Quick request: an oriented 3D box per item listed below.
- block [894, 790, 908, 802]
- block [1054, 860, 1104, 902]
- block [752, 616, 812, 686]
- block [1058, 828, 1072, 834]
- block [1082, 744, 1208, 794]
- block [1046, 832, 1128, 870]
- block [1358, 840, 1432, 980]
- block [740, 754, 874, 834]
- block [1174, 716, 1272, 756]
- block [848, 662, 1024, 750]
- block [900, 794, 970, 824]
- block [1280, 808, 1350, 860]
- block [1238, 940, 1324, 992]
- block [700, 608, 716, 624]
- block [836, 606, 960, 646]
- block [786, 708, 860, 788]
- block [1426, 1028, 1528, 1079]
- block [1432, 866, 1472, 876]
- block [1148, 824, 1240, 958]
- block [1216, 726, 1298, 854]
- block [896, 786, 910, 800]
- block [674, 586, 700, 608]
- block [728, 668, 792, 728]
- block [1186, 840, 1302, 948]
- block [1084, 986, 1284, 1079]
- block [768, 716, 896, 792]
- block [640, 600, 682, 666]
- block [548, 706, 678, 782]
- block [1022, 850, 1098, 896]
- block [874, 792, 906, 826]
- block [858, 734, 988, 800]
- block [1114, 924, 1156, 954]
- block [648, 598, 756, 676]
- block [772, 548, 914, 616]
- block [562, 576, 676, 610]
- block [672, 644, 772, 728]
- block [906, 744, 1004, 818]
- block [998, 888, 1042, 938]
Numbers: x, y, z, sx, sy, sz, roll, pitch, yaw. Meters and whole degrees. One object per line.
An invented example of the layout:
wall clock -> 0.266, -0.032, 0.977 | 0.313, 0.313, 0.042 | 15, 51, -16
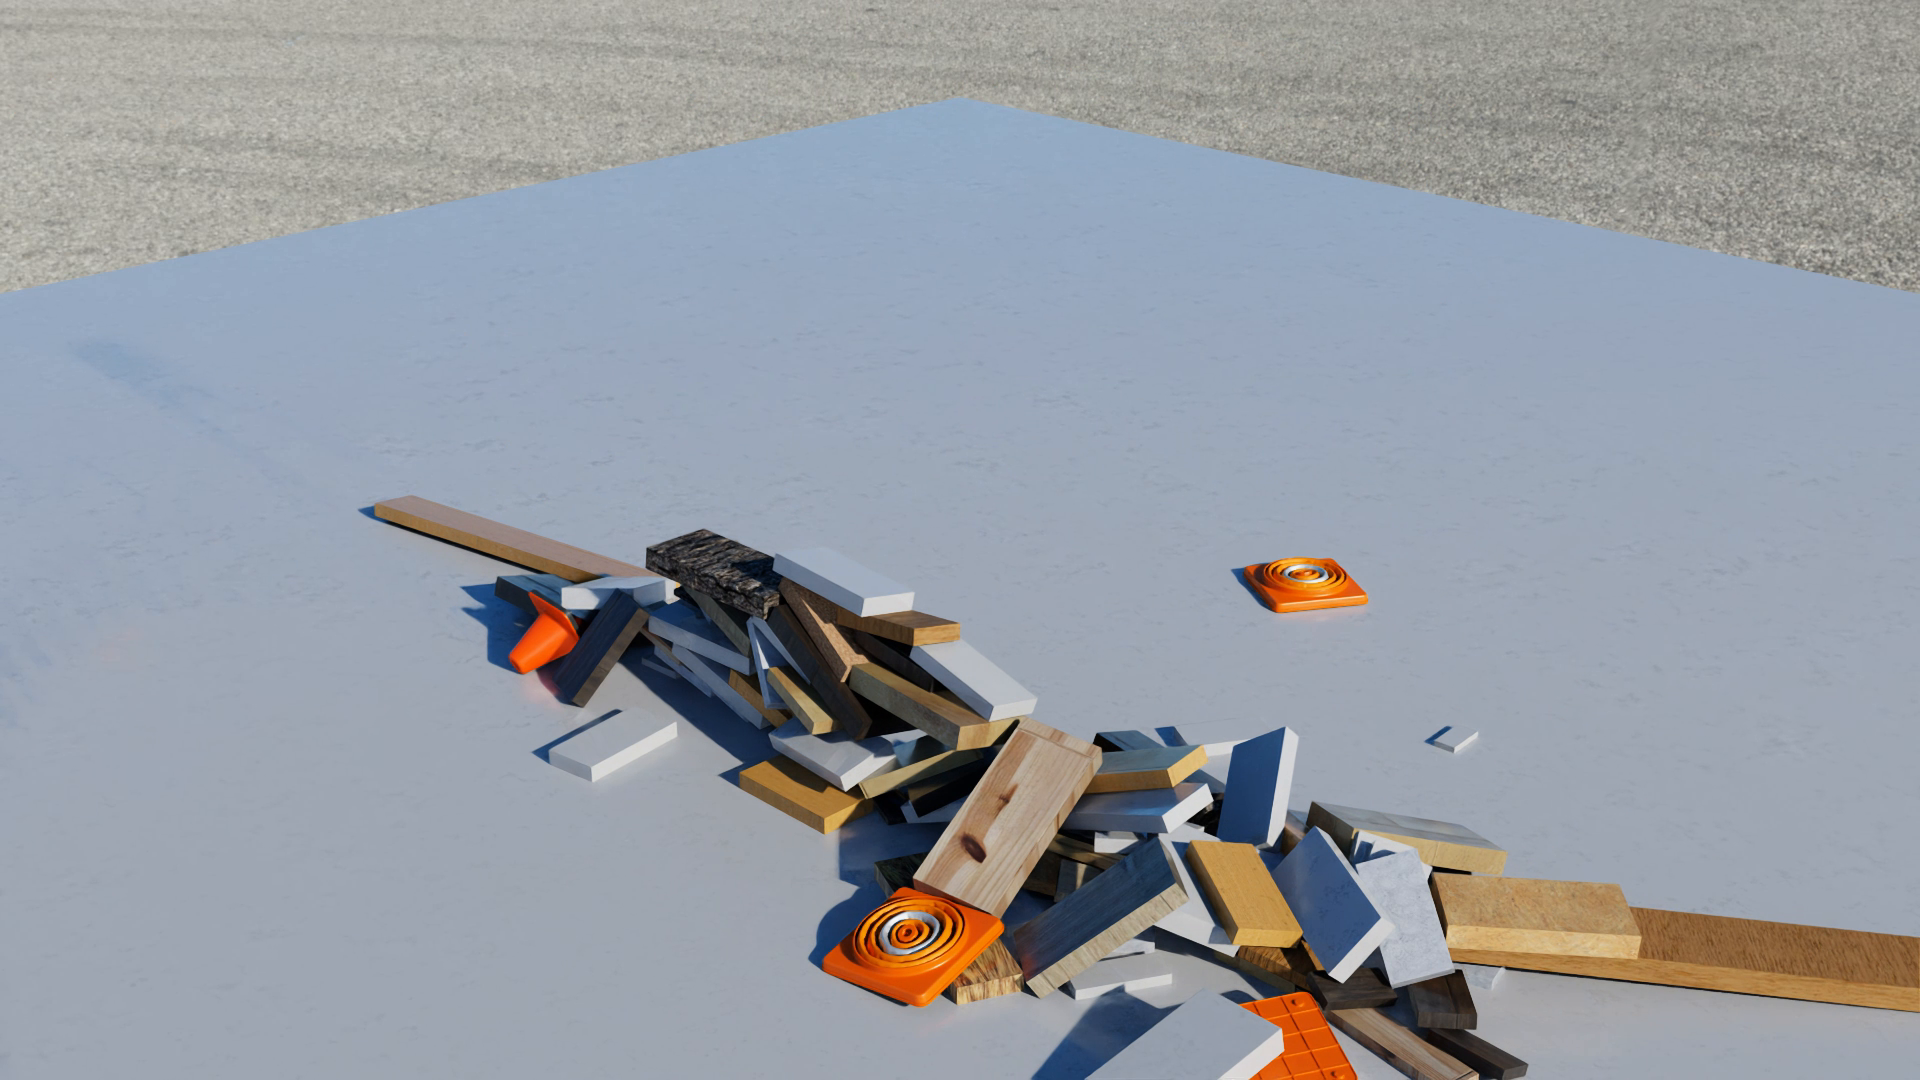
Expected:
block -> -0.114, 0.507, 4.548 | 0.050, 0.014, 0.101 | -14, 27, -30
block -> 0.273, 0.658, 4.111 | 0.186, 0.026, 0.093 | 14, 32, 1
block -> -0.335, 0.214, 4.627 | 0.103, 0.029, 0.206 | -16, 52, -43
block -> 0.173, 0.559, 4.389 | 0.060, 0.017, 0.120 | 9, 13, -27
block -> 0.336, 0.442, 4.229 | 0.254, 0.036, 0.127 | -10, 11, 41
block -> 0.296, 0.607, 4.189 | 0.252, 0.036, 0.126 | 13, -2, 38
block -> 0.750, 0.662, 3.931 | 0.112, 0.032, 0.223 | 26, 69, 2
block -> -0.316, 0.515, 4.499 | 0.132, 0.037, 0.264 | -21, 31, -41
block -> 0.568, 0.423, 4.729 | 0.195, 0.028, 0.098 | -6, 24, -13
block -> -0.045, 0.323, 4.378 | 0.175, 0.050, 0.351 | -3, 19, -40
block -> 0.017, 0.504, 4.340 | 0.134, 0.038, 0.267 | -34, 15, -38
block -> 0.694, 0.584, 4.176 | 0.167, 0.047, 0.335 | 11, 7, -14
block -> 0.592, 0.743, 3.886 | 0.178, 0.025, 0.089 | 23, 31, 24
block -> -0.551, 0.113, 4.919 | 0.090, 0.026, 0.181 | -8, 45, -31
block -> -0.126, 0.169, 4.462 | 0.122, 0.035, 0.244 | -5, 12, -41
block -> -0.274, 0.394, 4.640 | 0.090, 0.026, 0.414 | -25, 47, -24
block -> 0.866, 0.858, 3.682 | 0.076, 0.021, 0.151 | 4, 14, -45
block -> 0.939, 0.654, 4.193 | 0.072, 0.021, 0.145 | 3, 23, 7
block -> 0.428, 0.627, 4.020 | 0.159, 0.045, 0.318 | 23, 22, -7
block -> 0.572, 0.499, 4.254 | 0.136, 0.039, 0.273 | -27, 34, 41
block -> -0.079, 0.506, 4.514 | 0.101, 0.014, 0.050 | -12, 26, -25
block -> -0.593, 0.128, 4.968 | 0.105, 0.015, 0.053 | 25, 33, 38
block -> -0.344, 0.356, 4.758 | 0.153, 0.043, 0.305 | -21, 47, -40
block -> 0.508, 0.634, 3.954 | 0.127, 0.036, 0.254 | 6, 28, -19
block -> 0.349, 0.867, 3.575 | 0.339, 0.048, 0.170 | -29, 33, -32
block -> -0.264, 0.420, 4.508 | 0.132, 0.037, 0.264 | -33, 33, -26
block -> -0.662, 0.212, 5.034 | 0.097, 0.027, 0.194 | -20, 45, -41
block -> -0.739, 0.433, 4.694 | 0.127, 0.036, 0.254 | 16, 28, 34
block -> 0.189, 0.636, 4.170 | 0.186, 0.026, 0.093 | 14, 32, 5
block -> -0.139, 0.545, 4.459 | 0.050, 0.014, 0.101 | -9, 24, -20
block -> -0.066, 0.435, 4.425 | 0.264, 0.037, 0.132 | -21, 15, 17
block -> 0.266, 0.717, 4.036 | 0.186, 0.026, 0.093 | 3, 23, 7
block -> -0.528, 0.205, 4.879 | 0.305, 0.043, 0.153 | 21, 31, 33
block -> -0.243, 0.085, 4.553 | 0.140, 0.040, 0.281 | -6, 24, -45
block -> -0.798, 0.124, 5.169 | 0.170, 0.048, 0.339 | 0, 3, 9
block -> -0.482, 0.292, 4.879 | 0.153, 0.043, 0.305 | -22, 48, -41
block -> 0.026, 0.456, 4.345 | 0.267, 0.038, 0.134 | -25, 12, 0
block -> 0.093, 0.684, 4.120 | 0.082, 0.023, 0.164 | -9, 25, -21
